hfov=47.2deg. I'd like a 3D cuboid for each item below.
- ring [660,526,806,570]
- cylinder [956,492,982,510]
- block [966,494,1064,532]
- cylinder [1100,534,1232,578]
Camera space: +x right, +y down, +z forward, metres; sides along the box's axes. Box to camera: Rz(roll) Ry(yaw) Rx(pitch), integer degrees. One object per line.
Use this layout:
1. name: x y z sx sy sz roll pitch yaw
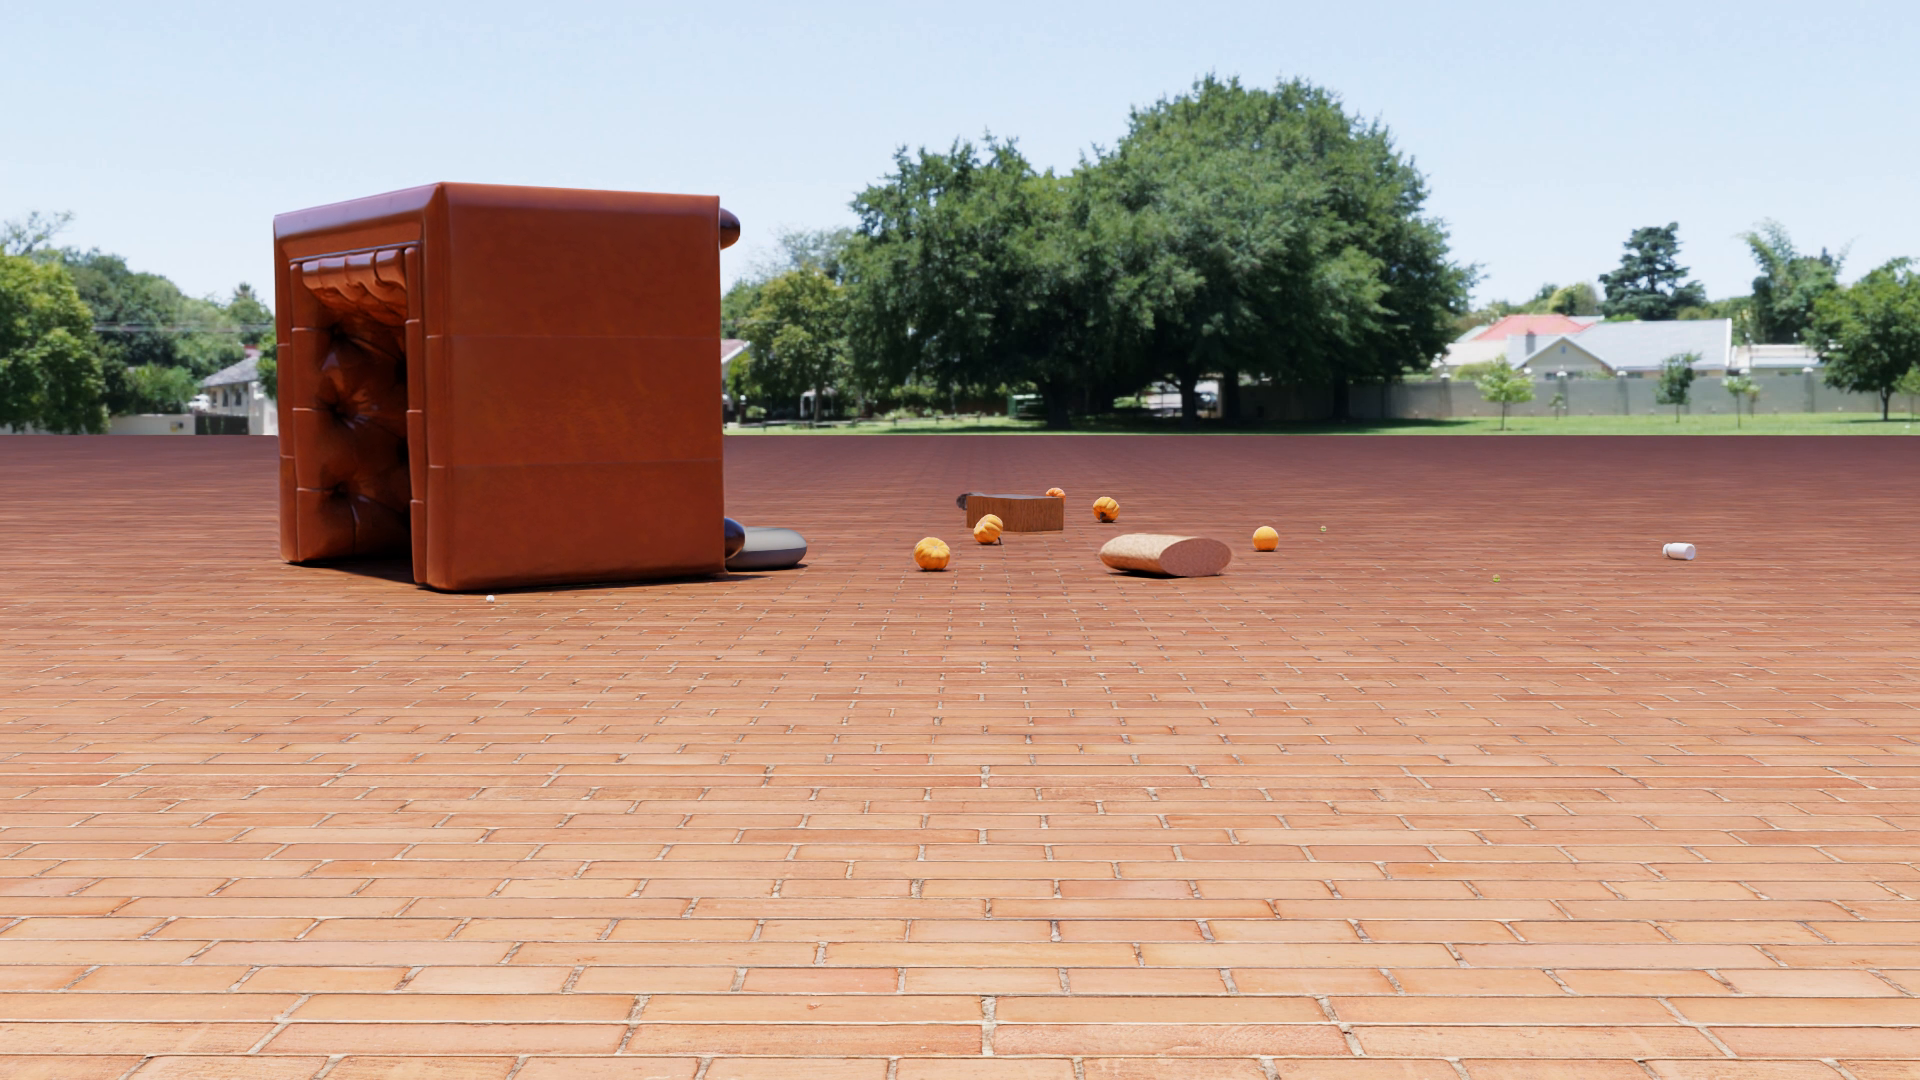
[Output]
1. ring: -0.570 0.021 5.558 0.381 0.097 0.343 -3 4 -41
2. cylinder: 0.050 -0.143 8.166 0.116 0.062 0.061 3 5 42
3. block: 0.175 -0.088 7.062 0.175 0.104 0.284 -3 5 -36
4. cylinder: 0.499 0.036 5.335 0.235 0.094 0.217 -3 5 -36
